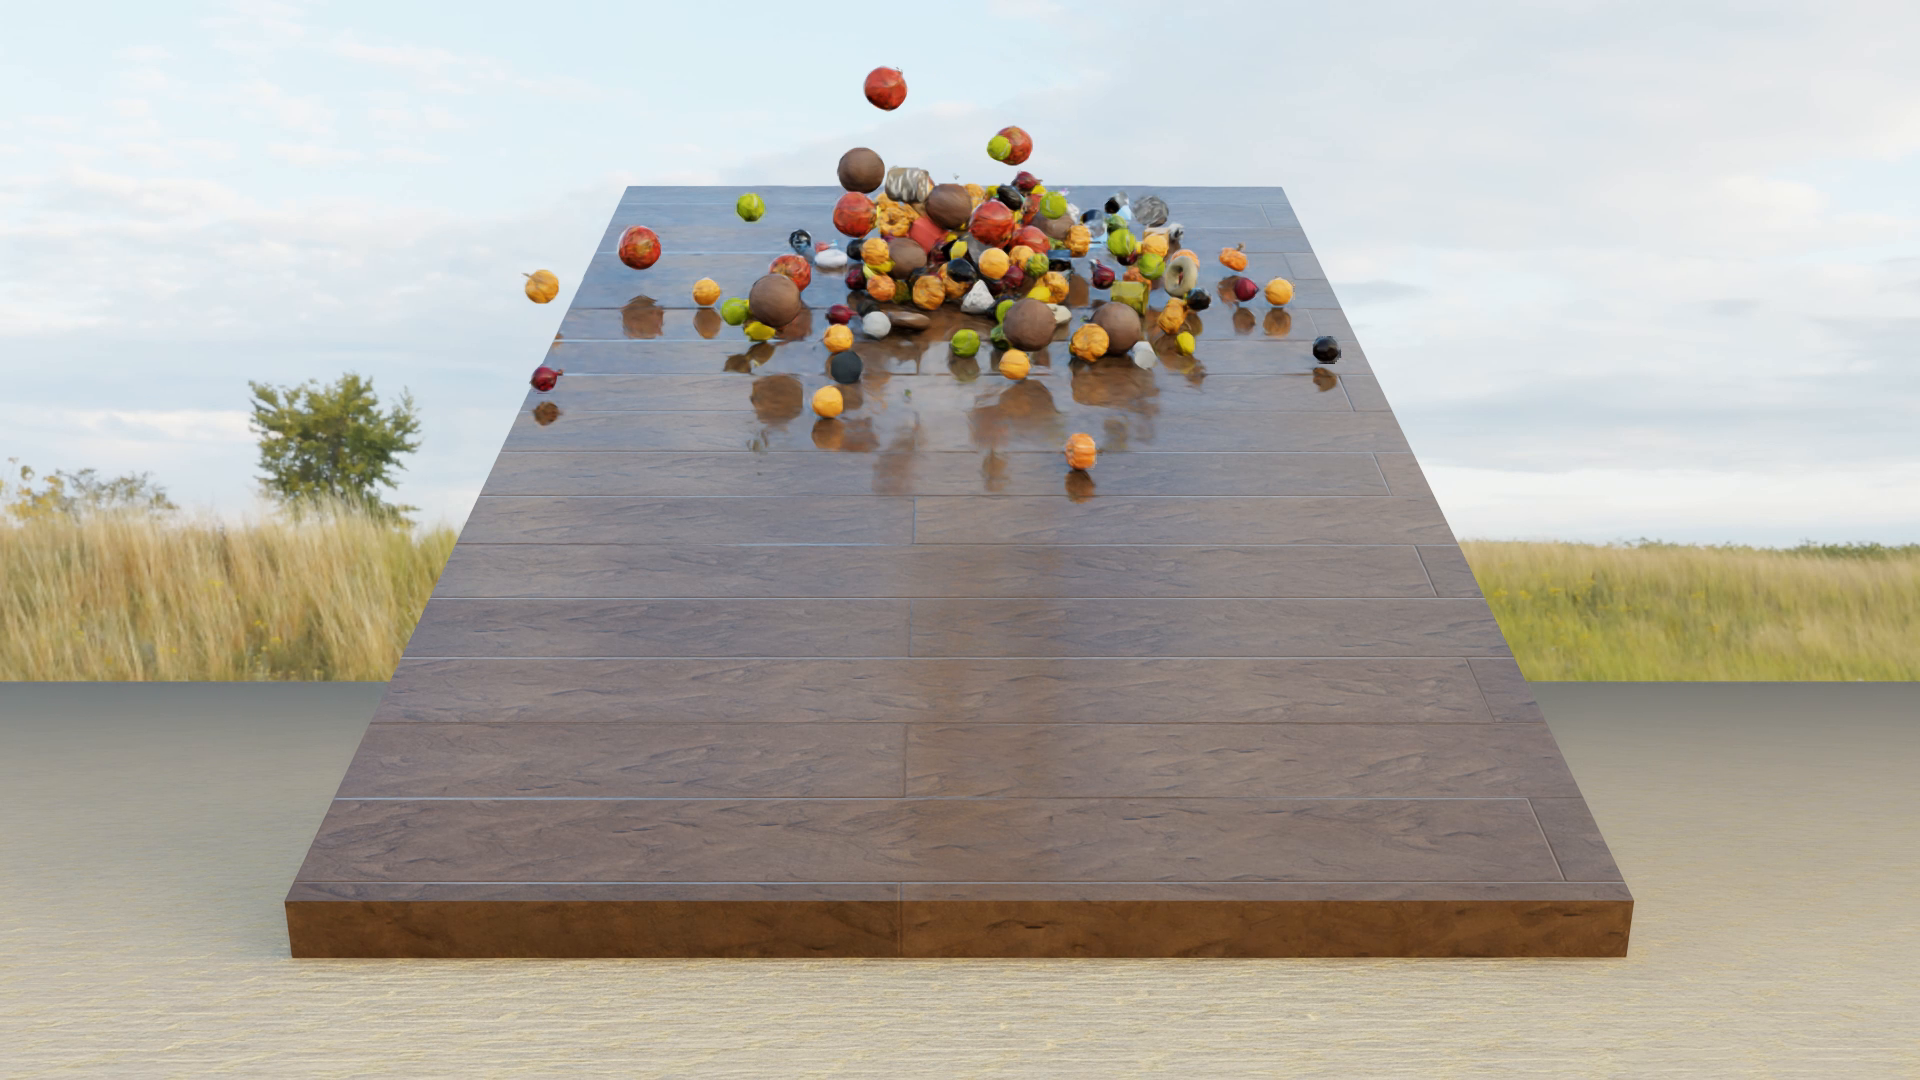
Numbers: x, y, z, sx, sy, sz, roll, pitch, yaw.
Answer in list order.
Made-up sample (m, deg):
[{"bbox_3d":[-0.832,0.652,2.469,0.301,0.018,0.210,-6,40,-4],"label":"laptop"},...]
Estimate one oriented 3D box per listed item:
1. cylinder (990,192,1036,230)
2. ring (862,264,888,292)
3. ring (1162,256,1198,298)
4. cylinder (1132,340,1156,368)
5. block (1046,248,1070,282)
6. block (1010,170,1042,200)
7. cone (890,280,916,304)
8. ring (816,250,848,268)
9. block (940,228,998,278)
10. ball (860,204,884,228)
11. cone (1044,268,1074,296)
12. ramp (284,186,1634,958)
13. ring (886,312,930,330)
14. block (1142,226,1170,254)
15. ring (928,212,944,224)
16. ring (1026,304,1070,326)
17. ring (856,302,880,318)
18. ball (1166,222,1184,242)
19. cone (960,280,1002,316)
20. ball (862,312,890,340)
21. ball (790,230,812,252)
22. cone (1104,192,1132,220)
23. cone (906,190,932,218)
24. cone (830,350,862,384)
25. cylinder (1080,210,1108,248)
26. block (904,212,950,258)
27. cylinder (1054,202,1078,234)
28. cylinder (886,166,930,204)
[{"bbox_3d":[0.152,-0.943,6.671,0.095,0.095,0.095,18,8,35],"label":"cylinder"},{"bbox_3d":[-0.222,-0.688,6.113,0.030,0.091,0.091,-39,-15,14],"label":"ring"},{"bbox_3d":[0.572,-0.679,6.020,0.038,0.114,0.114,18,-14,-37],"label":"ring"},{"bbox_3d":[0.443,-0.446,5.598,0.051,0.051,0.051,0,28,-7],"label":"cylinder"},{"bbox_3d":[0.264,-0.737,6.229,0.064,0.064,0.064,1,36,2],"label":"block"},{"bbox_3d":[0.196,-1.057,6.934,0.059,0.059,0.059,15,28,-33],"label":"block"},{"bbox_3d":[-0.135,-0.639,6.062,0.066,0.066,0.066,17,-13,-37],"label":"cone"},{"bbox_3d":[-0.352,-0.769,6.357,0.089,0.030,0.089,-1,25,0],"label":"ring"},{"bbox_3d":[0.024,-0.763,6.173,0.090,0.090,0.090,-29,2,-42],"label":"block"},{"bbox_3d":[-0.246,-0.895,6.429,0.067,0.067,0.067,0,-3,0],"label":"ball"},{"bbox_3d":[0.251,-0.685,6.093,0.074,0.074,0.074,15,-3,2],"label":"cone"},{"bbox_3d":[-0.008,-0.228,5.293,2.000,0.100,4.000,0,24,0],"label":"ramp"},{"bbox_3d":[-0.133,-0.550,5.823,0.113,0.038,0.113,6,3,0],"label":"ring"},{"bbox_3d":[0.546,-0.836,6.473,0.060,0.060,0.060,7,25,16],"label":"block"},{"bbox_3d":[-0.083,-0.884,6.553,0.080,0.080,0.027,0,11,0],"label":"ring"},{"bbox_3d":[0.225,-0.571,5.901,0.112,0.037,0.112,0,21,0],"label":"ring"},{"bbox_3d":[-0.226,-0.572,5.876,0.080,0.027,0.080,32,23,-15],"label":"ring"},{"bbox_3d":[0.604,-0.869,6.556,0.054,0.054,0.054,0,-3,0],"label":"ball"},{"bbox_3d":[0.071,-0.600,5.956,0.098,0.098,0.098,34,2,9],"label":"cone"},{"bbox_3d":[-0.208,-0.533,5.772,0.070,0.070,0.070,0,-3,0],"label":"ball"},{"bbox_3d":[-0.443,-0.832,6.458,0.062,0.062,0.062,0,-3,0],"label":"ball"},{"bbox_3d":[0.478,-0.956,6.774,0.082,0.082,0.082,-26,-30,-17],"label":"cone"},{"bbox_3d":[-0.107,-0.916,6.421,0.075,0.075,0.075,-10,-27,-5],"label":"cone"},{"bbox_3d":[-0.254,-0.404,5.521,0.081,0.081,0.081,-1,-5,19],"label":"cone"},{"bbox_3d":[0.373,-0.867,6.476,0.076,0.076,0.076,0,-47,0],"label":"cylinder"},{"bbox_3d":[-0.093,-0.840,6.427,0.080,0.080,0.080,35,36,9],"label":"block"},{"bbox_3d":[0.302,-0.915,6.604,0.062,0.062,0.062,11,-24,5],"label":"cylinder"},{"bbox_3d":[-0.131,-0.887,5.803,0.085,0.085,0.085,8,0,20],"label":"cylinder"}]
